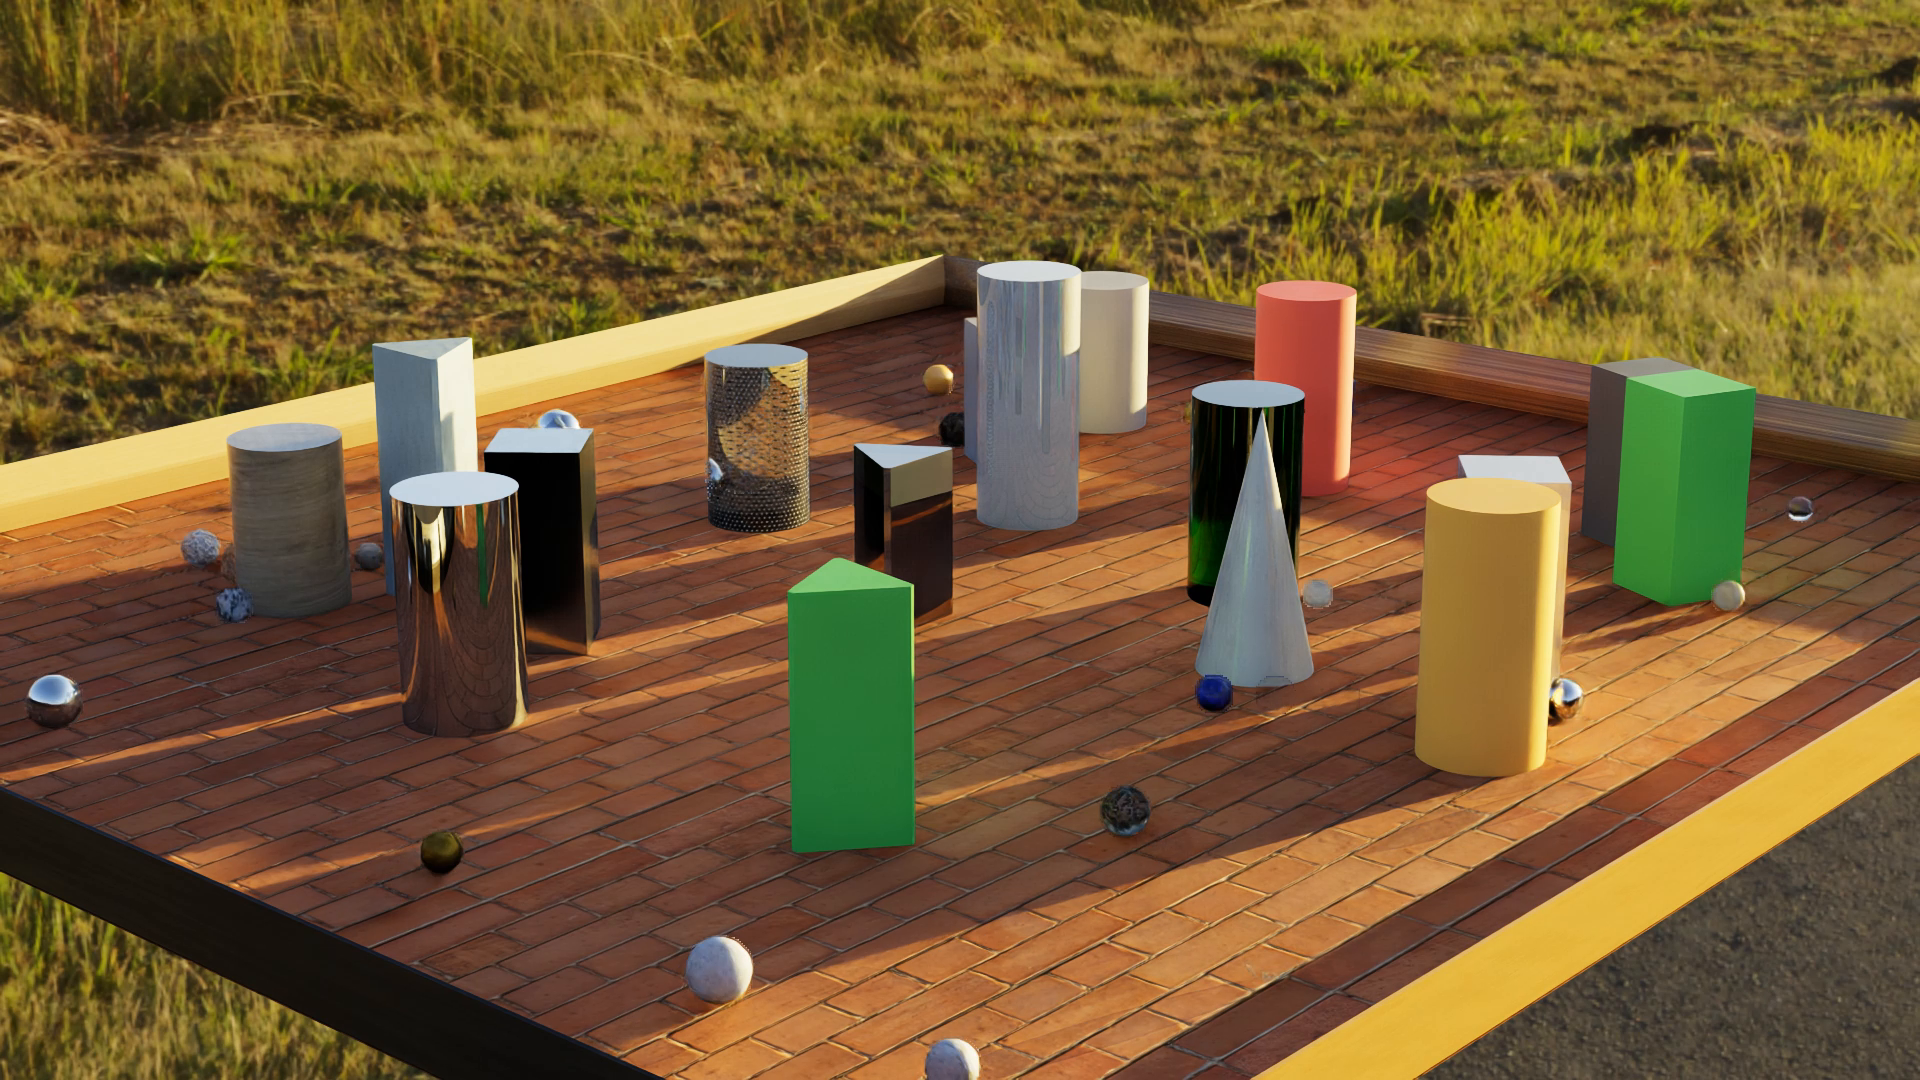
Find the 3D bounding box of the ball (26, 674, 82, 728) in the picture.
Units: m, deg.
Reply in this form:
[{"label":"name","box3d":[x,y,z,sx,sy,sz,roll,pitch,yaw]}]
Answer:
[{"label":"ball","box3d":[-1.386,0.247,4.484,0.083,0.083,0.083,0,17,0]}]

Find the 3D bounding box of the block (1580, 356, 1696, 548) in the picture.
[{"label":"block","box3d":[1.265,-0.156,5.403,0.155,0.325,0.155,-8,18,-24]}]

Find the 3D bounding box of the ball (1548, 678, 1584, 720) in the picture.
[{"label":"ball","box3d":[0.929,0.245,4.519,0.065,0.065,0.065,0,17,0]}]

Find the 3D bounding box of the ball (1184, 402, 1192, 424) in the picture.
[{"label":"ball","box3d":[0.505,-0.271,6.247,0.056,0.056,0.056,0,17,0]}]

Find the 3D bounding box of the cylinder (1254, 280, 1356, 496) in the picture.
[{"label":"cylinder","box3d":[0.675,-0.299,5.764,0.194,0.389,0.194,0,17,0]}]

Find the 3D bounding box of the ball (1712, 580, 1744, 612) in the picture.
[{"label":"ball","box3d":[1.320,0.096,5.035,0.053,0.053,0.053,0,17,0]}]

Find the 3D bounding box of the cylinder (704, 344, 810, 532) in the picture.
[{"label":"cylinder","box3d":[-0.382,-0.194,5.537,0.194,0.318,0.194,0,17,0]}]

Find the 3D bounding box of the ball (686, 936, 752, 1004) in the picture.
[{"label":"ball","box3d":[-0.293,0.524,3.568,0.081,0.081,0.081,0,17,0]}]

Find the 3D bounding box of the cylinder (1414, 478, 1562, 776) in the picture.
[{"label":"cylinder","box3d":[0.778,0.127,4.331,0.194,0.401,0.194,0,17,0]}]

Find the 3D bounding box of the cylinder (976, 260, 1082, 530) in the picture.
[{"label":"cylinder","box3d":[0.129,-0.273,5.525,0.194,0.476,0.194,0,17,0]}]

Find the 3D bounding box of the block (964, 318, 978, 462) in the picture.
[{"label":"block","box3d":[0.106,-0.299,5.941,0.155,0.286,0.155,-5,18,-17]}]

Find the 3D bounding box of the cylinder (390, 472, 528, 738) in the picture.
[{"label":"cylinder","box3d":[-0.765,0.097,4.491,0.194,0.366,0.194,0,17,0]}]

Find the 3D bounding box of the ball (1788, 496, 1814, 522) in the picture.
[{"label":"ball","box3d":[1.593,-0.059,5.558,0.048,0.048,0.048,0,17,0]}]

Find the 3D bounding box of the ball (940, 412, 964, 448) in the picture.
[{"label":"ball","box3d":[-0.006,-0.227,6.050,0.074,0.074,0.074,0,17,0]}]

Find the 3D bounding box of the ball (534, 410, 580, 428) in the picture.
[{"label":"ball","box3d":[-0.825,-0.219,6.005,0.097,0.097,0.097,0,17,0]}]

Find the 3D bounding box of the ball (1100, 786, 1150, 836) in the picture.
[{"label":"ball","box3d":[0.230,0.377,4.077,0.069,0.069,0.069,0,17,0]}]

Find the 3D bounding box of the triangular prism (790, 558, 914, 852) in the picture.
[{"label":"triangular prism","box3d":[-0.158,0.224,4.054,0.168,0.375,0.145,-3,17,-10]}]

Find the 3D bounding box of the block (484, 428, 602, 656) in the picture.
[{"label":"block","box3d":[-0.688,0.001,4.845,0.155,0.344,0.155,0,17,2]}]

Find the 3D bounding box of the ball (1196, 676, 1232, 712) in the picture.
[{"label":"ball","box3d":[0.395,0.239,4.557,0.055,0.055,0.055,0,17,0]}]

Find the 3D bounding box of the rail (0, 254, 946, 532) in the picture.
[{"label":"rail","box3d":[-1.190,-0.267,6.110,0.045,0.126,3.558,14,22,39]}]

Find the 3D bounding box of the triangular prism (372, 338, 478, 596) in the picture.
[{"label":"triangular prism","box3d":[-0.893,-0.120,5.071,0.168,0.447,0.145,15,22,40]}]

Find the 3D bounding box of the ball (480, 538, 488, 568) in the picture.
[{"label":"ball","box3d":[-0.880,0.025,5.208,0.080,0.080,0.080,0,17,0]}]

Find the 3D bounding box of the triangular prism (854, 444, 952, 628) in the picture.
[{"label":"triangular prism","box3d":[-0.122,-0.010,4.970,0.145,0.293,0.168,14,21,38]}]

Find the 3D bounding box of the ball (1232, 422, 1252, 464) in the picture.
[{"label":"ball","box3d":[0.595,-0.197,5.949,0.086,0.086,0.086,0,17,0]}]

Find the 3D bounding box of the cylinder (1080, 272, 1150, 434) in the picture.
[{"label":"cylinder","box3d":[0.302,-0.400,6.237,0.194,0.309,0.194,0,17,0]}]

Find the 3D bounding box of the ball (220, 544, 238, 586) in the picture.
[{"label":"ball","box3d":[-1.261,0.042,5.167,0.081,0.081,0.081,0,17,0]}]

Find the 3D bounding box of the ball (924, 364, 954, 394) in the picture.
[{"label":"ball","box3d":[-0.049,-0.357,6.512,0.067,0.067,0.067,0,17,0]}]

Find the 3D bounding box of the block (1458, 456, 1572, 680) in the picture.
[{"label":"block","box3d":[0.856,0.067,4.585,0.155,0.369,0.155,1,17,3]}]

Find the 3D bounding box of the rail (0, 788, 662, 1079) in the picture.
[{"label":"rail","box3d":[-1.151,0.414,3.851,3.201,0.126,0.045,14,22,39]}]

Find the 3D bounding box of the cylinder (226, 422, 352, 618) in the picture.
[{"label":"cylinder","box3d":[-1.154,-0.035,5.052,0.194,0.295,0.194,0,17,0]}]

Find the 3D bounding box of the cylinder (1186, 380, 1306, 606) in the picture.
[{"label":"cylinder","box3d":[0.494,-0.078,5.079,0.194,0.362,0.194,0,17,0]}]

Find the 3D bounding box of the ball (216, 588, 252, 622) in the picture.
[{"label":"ball","box3d":[-1.233,0.110,4.978,0.059,0.059,0.059,0,17,0]}]

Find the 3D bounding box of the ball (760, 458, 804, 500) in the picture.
[{"label":"ball","box3d":[-0.346,-0.120,5.697,0.082,0.082,0.082,0,17,0]}]

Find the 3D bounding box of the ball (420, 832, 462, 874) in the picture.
[{"label":"ball","box3d":[-0.699,0.421,3.952,0.057,0.057,0.057,0,17,0]}]

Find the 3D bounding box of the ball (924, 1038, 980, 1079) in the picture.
[{"label":"ball","box3d":[-0.009,0.601,3.345,0.064,0.064,0.064,0,17,0]}]

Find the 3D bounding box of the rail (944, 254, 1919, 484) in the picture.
[{"label":"rail","box3d":[1.151,-0.351,6.389,3.201,0.126,0.045,14,22,39]}]

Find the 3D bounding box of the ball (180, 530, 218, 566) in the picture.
[{"label":"ball","box3d":[-1.370,0.014,5.283,0.067,0.067,0.067,0,17,0]}]

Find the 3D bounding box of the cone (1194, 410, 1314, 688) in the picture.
[{"label":"cone","box3d":[0.478,-0.001,4.697,0.194,0.435,0.194,0,17,0]}]

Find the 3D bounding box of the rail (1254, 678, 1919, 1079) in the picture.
[{"label":"rail","box3d":[1.190,0.330,4.131,0.045,0.126,3.558,14,22,39]}]

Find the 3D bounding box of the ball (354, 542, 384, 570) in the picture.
[{"label":"ball","box3d":[-1.060,0.030,5.259,0.051,0.051,0.051,0,17,0]}]

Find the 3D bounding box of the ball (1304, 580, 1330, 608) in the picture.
[{"label":"ball","box3d":[0.616,0.093,5.058,0.046,0.046,0.046,0,17,0]}]

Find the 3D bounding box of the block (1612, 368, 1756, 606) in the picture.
[{"label":"block","box3d":[1.260,-0.093,5.109,0.155,0.372,0.155,-8,19,-25]}]
